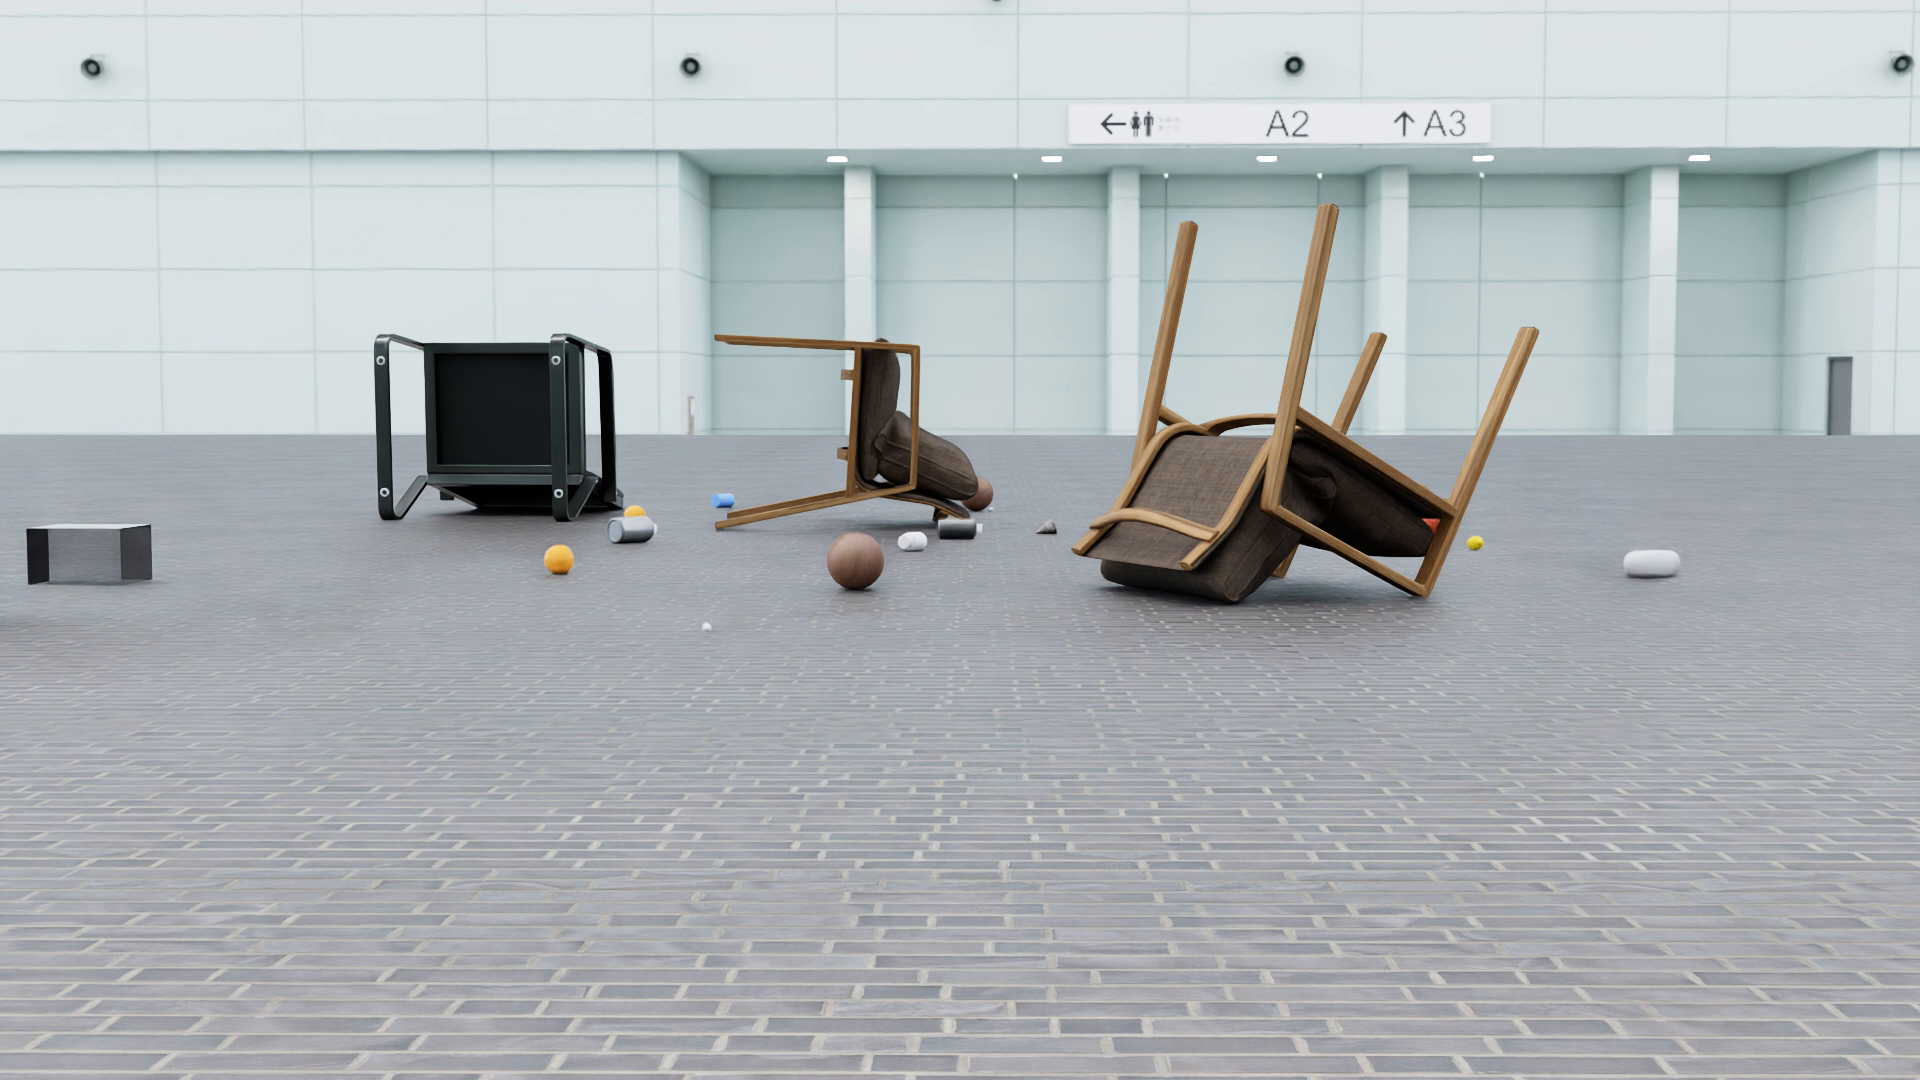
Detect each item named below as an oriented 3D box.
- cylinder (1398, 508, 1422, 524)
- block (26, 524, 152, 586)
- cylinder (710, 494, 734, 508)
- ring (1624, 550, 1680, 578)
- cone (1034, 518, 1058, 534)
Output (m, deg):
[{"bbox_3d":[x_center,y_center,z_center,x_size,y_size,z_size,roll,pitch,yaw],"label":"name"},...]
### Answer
[{"bbox_3d":[1.490,-0.077,7.293,0.075,0.050,0.060,9,6,14],"label":"cylinder"},{"bbox_3d":[-2.021,0.033,5.110,0.221,0.131,0.162,0,4,4],"label":"block"},{"bbox_3d":[-0.901,-0.150,8.352,0.069,0.053,0.056,-4,12,-43],"label":"cylinder"},{"bbox_3d":[1.659,0.057,5.274,0.188,0.061,0.087,-2,2,-37],"label":"ring"},{"bbox_3d":[0.261,-0.032,6.835,0.066,0.050,0.069,-22,7,-8],"label":"cone"}]
